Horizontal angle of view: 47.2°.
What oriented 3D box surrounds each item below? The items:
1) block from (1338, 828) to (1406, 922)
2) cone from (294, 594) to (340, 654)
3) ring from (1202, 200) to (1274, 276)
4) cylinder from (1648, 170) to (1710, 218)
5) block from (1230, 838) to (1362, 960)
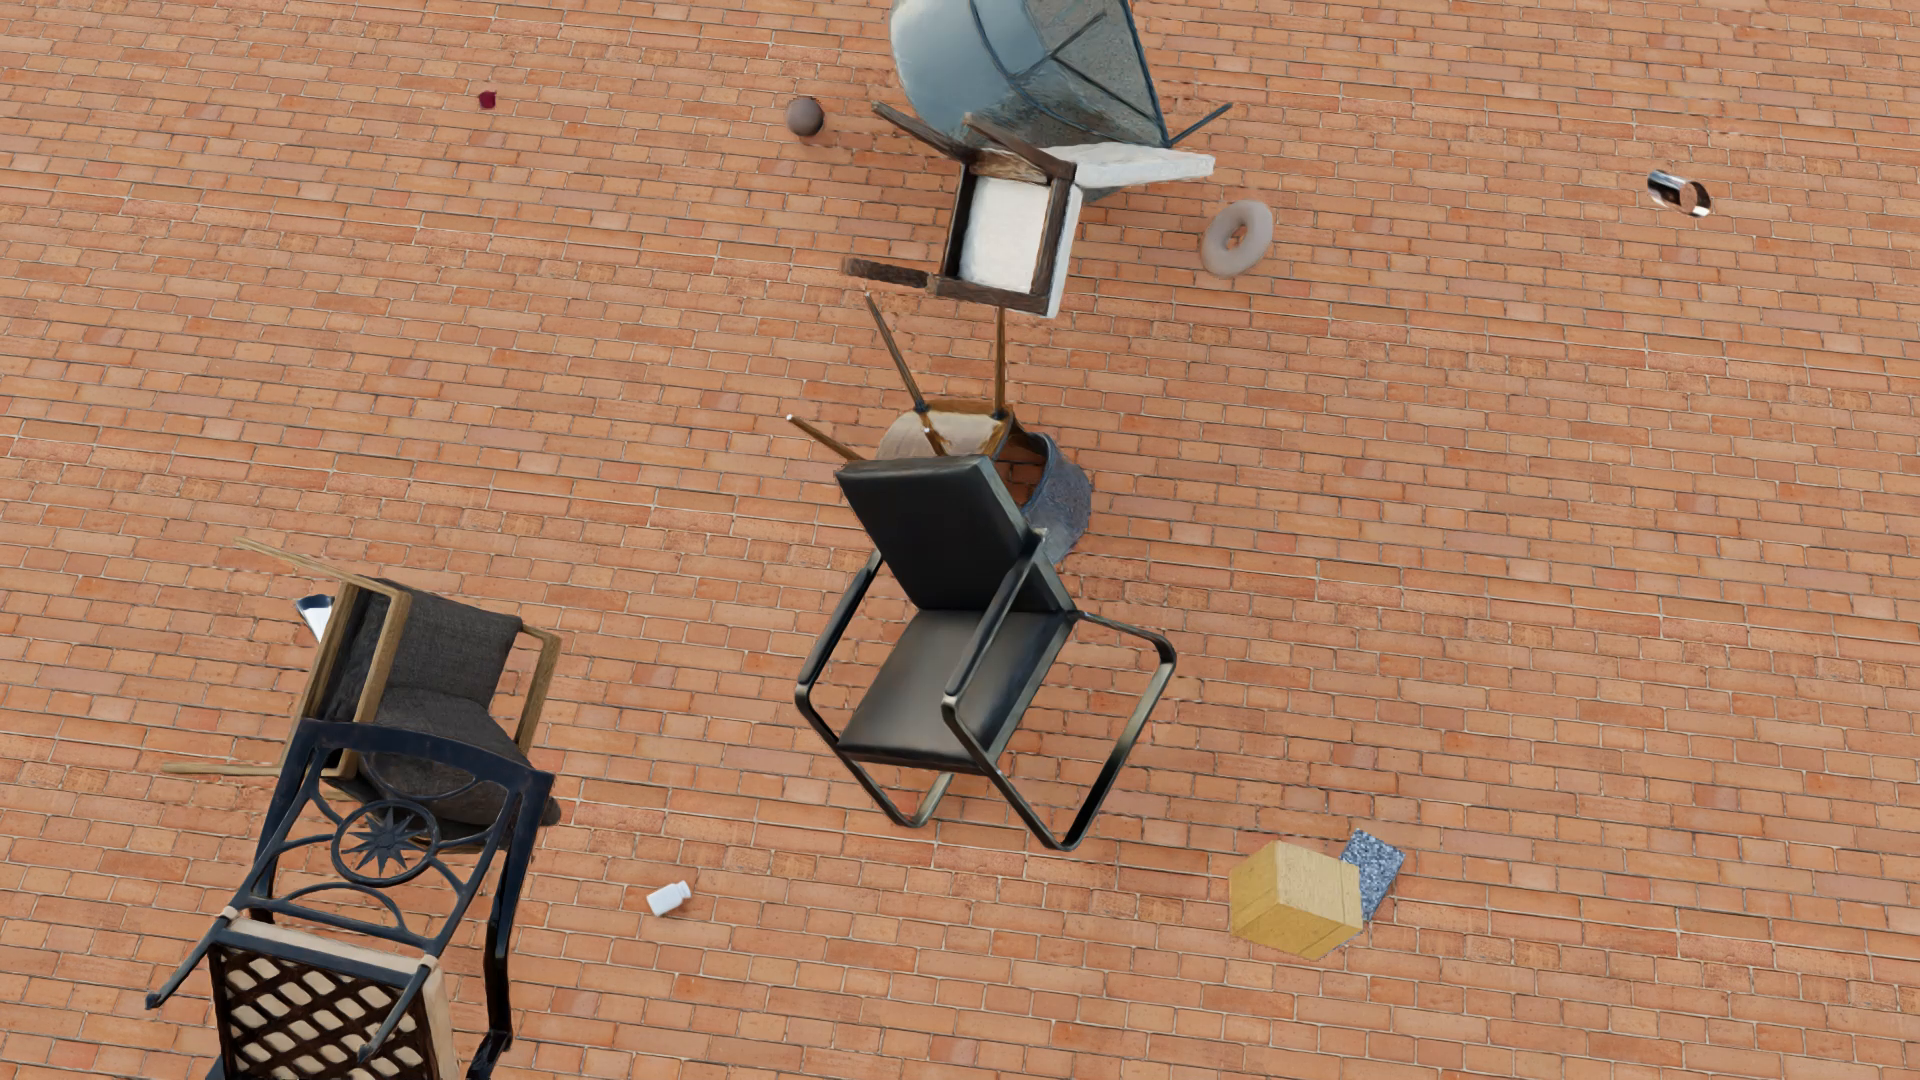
[{"bbox_3d":[1.086,0.902,5.924,0.147,0.074,0.196,28,60,17],"label":"block"},{"bbox_3d":[-1.840,0.258,6.342,0.130,0.083,0.189,0,50,-30],"label":"cone"},{"bbox_3d":[0.896,-0.976,7.108,0.279,0.074,0.275,-55,39,7],"label":"ring"},{"bbox_3d":[2.029,-0.977,6.205,0.109,0.186,0.085,35,99,44],"label":"cylinder"},{"bbox_3d":[0.851,0.915,5.588,0.258,0.202,0.179,20,50,-21],"label":"block"}]
